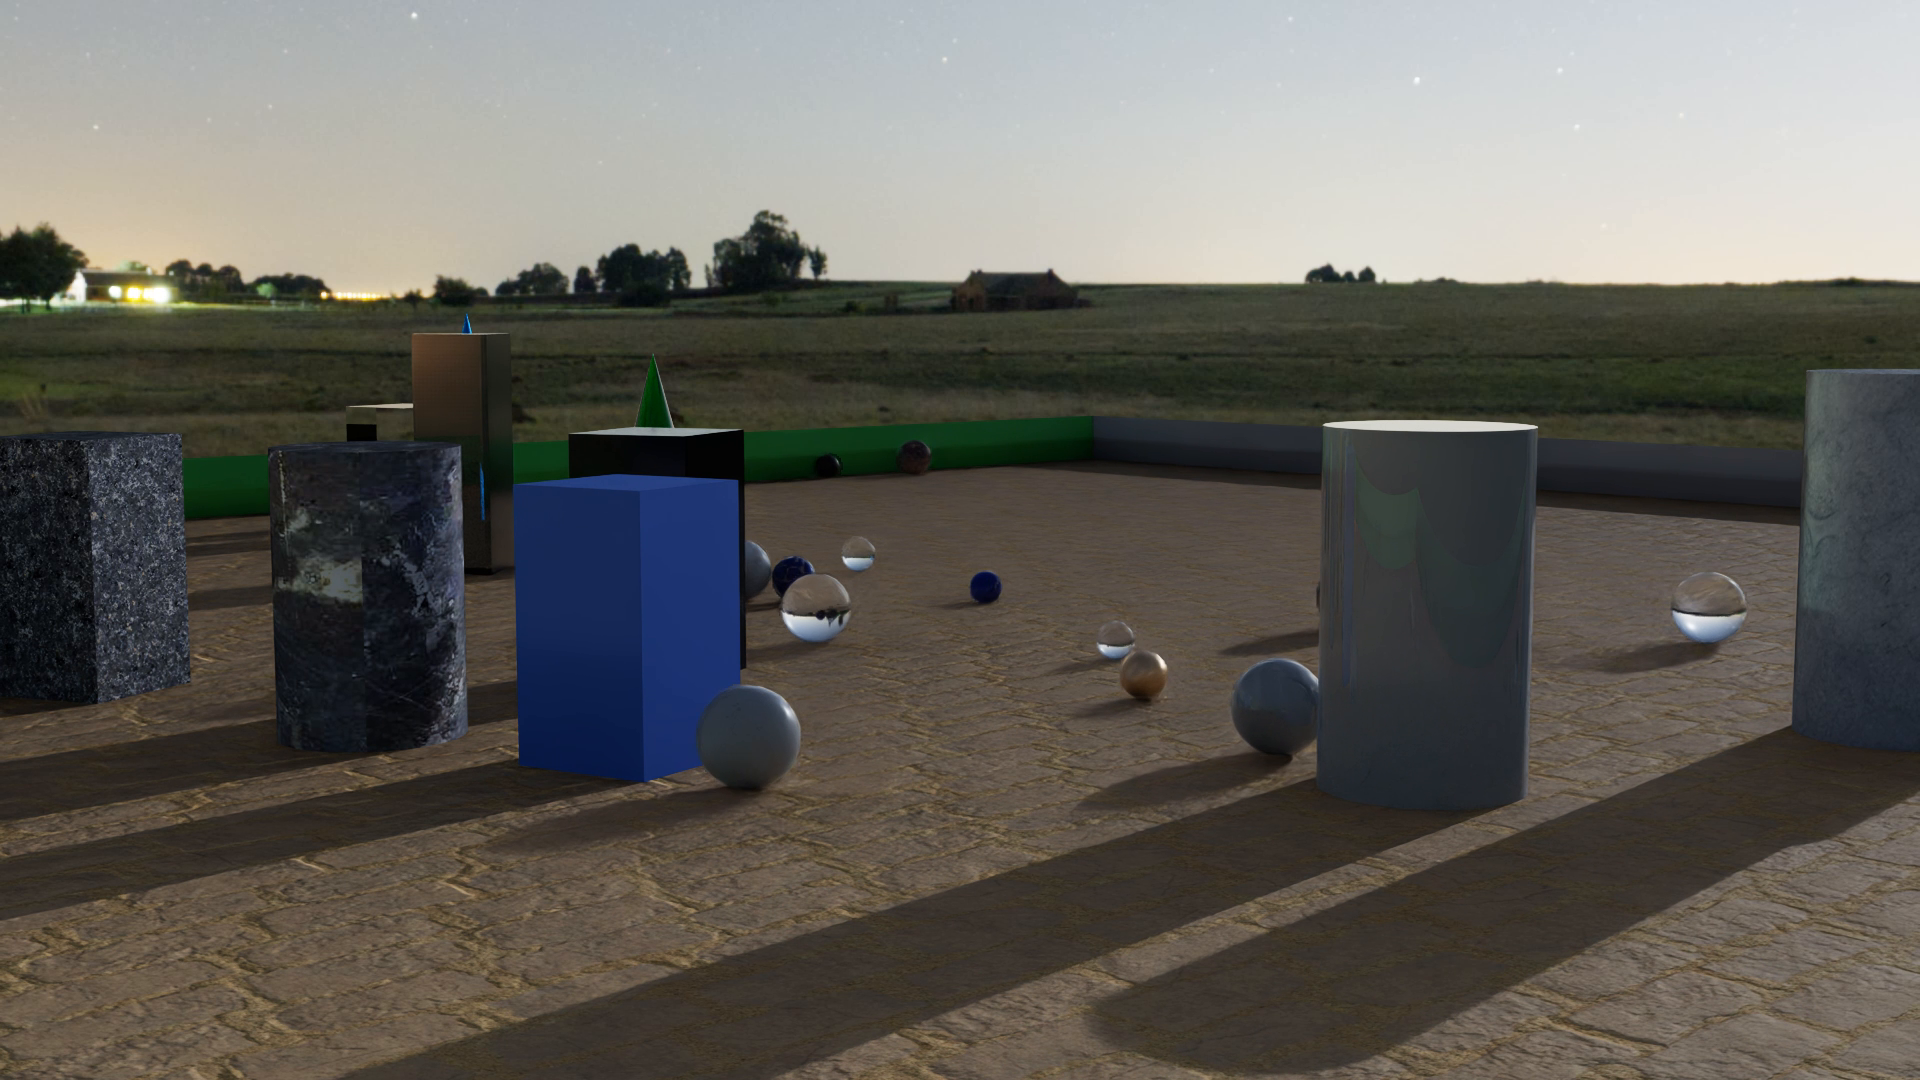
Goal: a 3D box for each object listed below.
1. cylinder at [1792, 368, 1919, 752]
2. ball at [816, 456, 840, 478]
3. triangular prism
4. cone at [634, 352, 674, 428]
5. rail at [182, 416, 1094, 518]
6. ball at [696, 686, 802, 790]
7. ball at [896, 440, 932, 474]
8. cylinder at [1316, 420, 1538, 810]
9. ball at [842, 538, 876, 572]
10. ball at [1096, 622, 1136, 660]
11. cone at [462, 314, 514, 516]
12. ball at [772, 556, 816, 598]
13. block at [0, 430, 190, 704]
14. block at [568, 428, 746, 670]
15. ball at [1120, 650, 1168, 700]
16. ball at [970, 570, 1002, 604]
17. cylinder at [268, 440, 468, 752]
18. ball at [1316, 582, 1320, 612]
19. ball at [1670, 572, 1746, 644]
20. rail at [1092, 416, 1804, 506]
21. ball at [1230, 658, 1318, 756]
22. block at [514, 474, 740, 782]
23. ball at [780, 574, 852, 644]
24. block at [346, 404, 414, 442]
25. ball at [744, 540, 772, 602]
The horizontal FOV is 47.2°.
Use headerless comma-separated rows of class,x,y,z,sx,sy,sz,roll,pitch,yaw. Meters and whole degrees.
cylinder,0.980,0.015,2.297,0.194,0.380,0.194,0,6,0
ball,-0.348,-0.194,5.810,0.062,0.062,0.062,0,6,0
triangular prism,-0.823,-0.152,3.776,0.168,0.403,0.145,4,7,32
cone,-0.550,-0.154,3.957,0.194,0.368,0.194,0,6,0
rail,-1.427,-0.129,4.870,5.006,0.126,0.045,-5,8,-42
ball,-0.196,0.184,2.044,0.097,0.097,0.097,0,6,0
ball,-0.123,-0.223,5.935,0.094,0.094,0.094,0,6,0
cylinder,0.432,0.063,2.040,0.194,0.338,0.194,0,6,0
ball,-0.173,0.025,3.742,0.058,0.058,0.058,0,6,0
ball,0.198,0.128,2.800,0.050,0.050,0.050,0,6,0
cone,-1.057,-0.271,4.732,0.194,0.440,0.194,0,6,0
ball,-0.254,0.060,3.360,0.069,0.069,0.069,0,6,0
block,-1.021,0.027,2.572,0.155,0.298,0.155,2,6,20
block,-0.366,0.016,2.677,0.155,0.297,0.155,2,6,20
ball,0.211,0.155,2.518,0.055,0.055,0.055,0,6,0
ball,0.039,0.071,3.343,0.049,0.049,0.049,0,6,0
cylinder,-0.617,0.054,2.296,0.194,0.303,0.194,0,6,0
ball,0.541,0.080,3.053,0.093,0.093,0.093,0,6,0
ball,0.999,0.091,2.934,0.096,0.096,0.096,0,6,0
rail,1.822,-0.143,5.004,0.045,0.126,4.256,-5,8,-42
ball,0.320,0.167,2.202,0.096,0.096,0.096,0,6,0
block,-0.326,0.081,2.167,0.155,0.276,0.155,4,7,30
ball,-0.193,0.091,2.942,0.094,0.094,0.094,0,6,0
block,-1.112,-0.142,4.401,0.155,0.253,0.155,4,7,30
ball,-0.336,0.047,3.353,0.096,0.096,0.096,0,6,0
